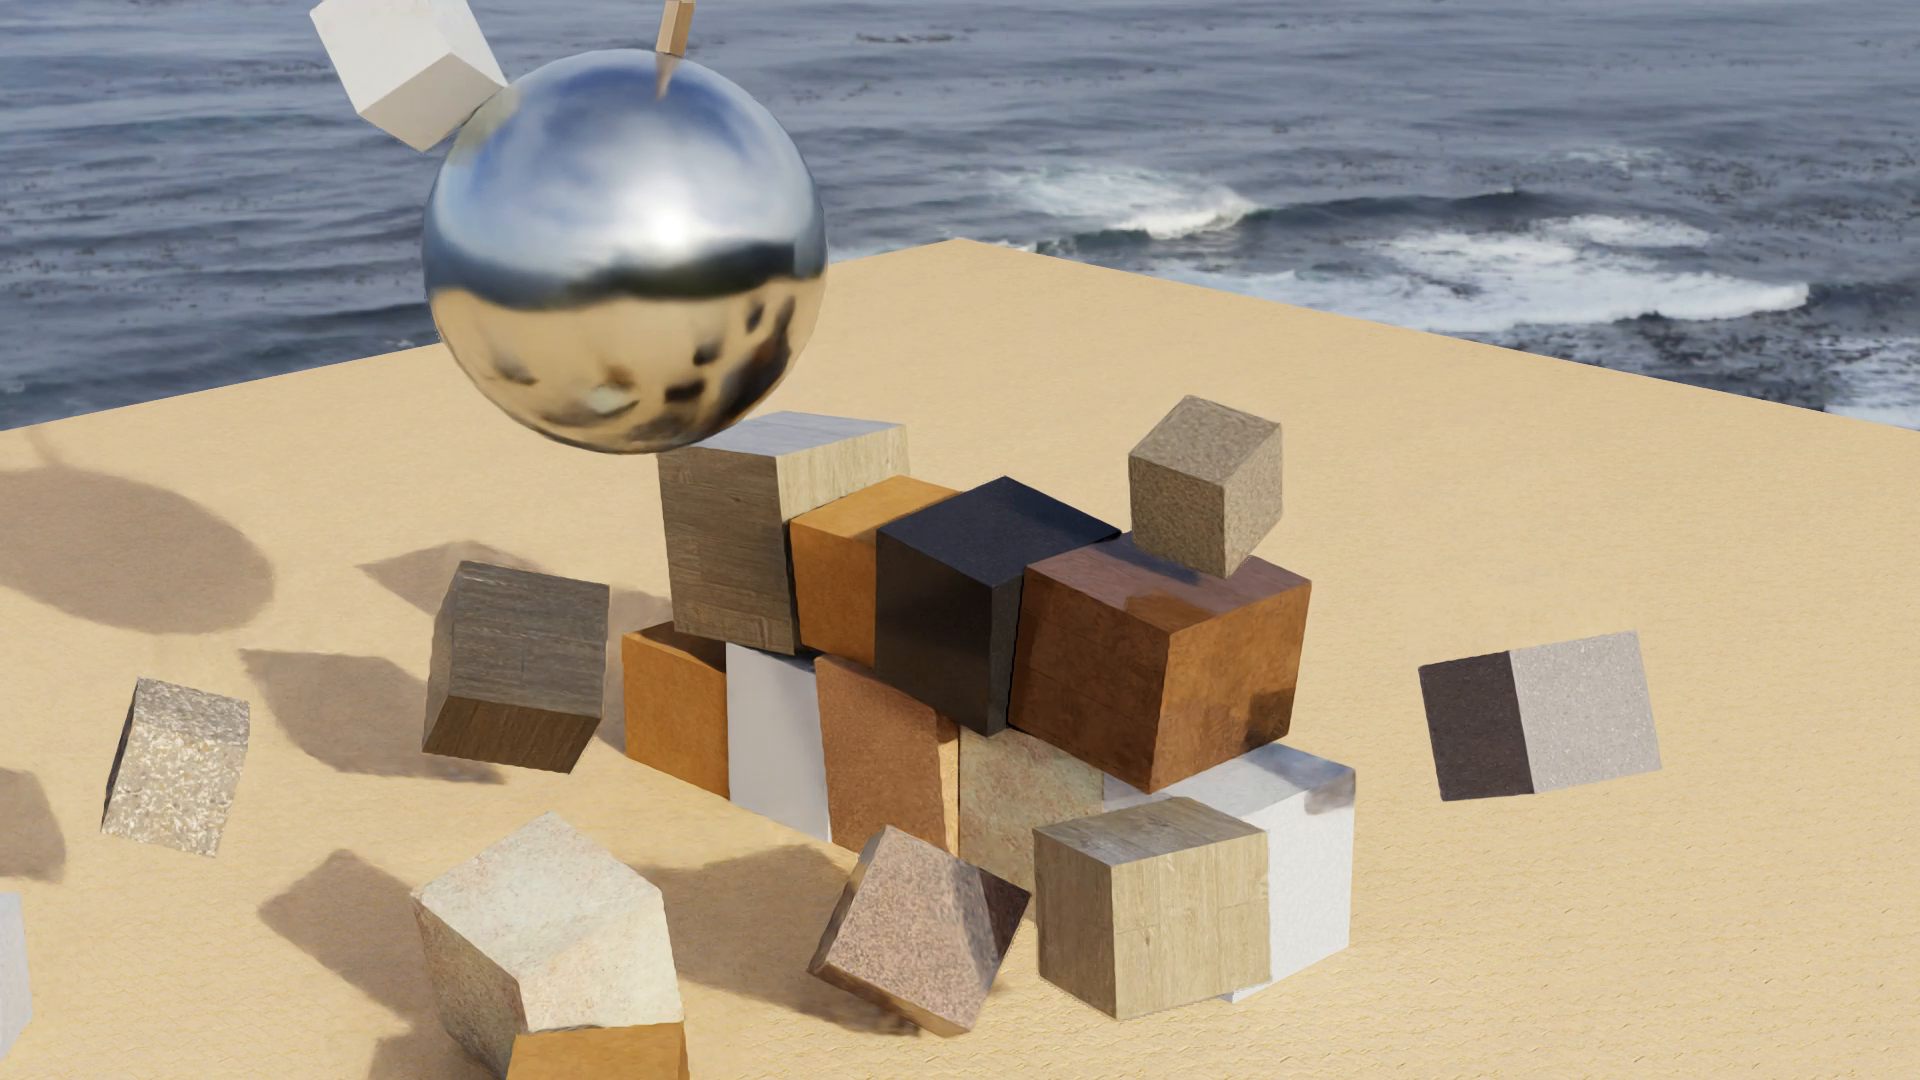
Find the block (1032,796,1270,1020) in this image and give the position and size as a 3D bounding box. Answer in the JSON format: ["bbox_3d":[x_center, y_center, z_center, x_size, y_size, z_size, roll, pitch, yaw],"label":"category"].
[{"bbox_3d":[0.707,1.347,10.829,0.667,0.579,0.554,-9,14,-28],"label":"block"}]

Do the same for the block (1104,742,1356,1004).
[{"bbox_3d":[1.151,1.374,12.591,0.781,0.828,0.736,-17,24,-42],"label":"block"}]

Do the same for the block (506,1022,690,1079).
[{"bbox_3d":[-1.278,2.135,10.476,0.610,0.575,0.586,-5,16,-1],"label":"block"}]

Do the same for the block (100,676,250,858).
[{"bbox_3d":[-3.056,0.883,11.435,0.440,0.479,0.450,15,16,-18],"label":"block"}]

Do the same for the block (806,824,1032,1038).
[{"bbox_3d":[-0.168,1.549,11.548,0.622,0.583,0.572,26,-16,-4],"label":"block"}]

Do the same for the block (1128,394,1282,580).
[{"bbox_3d":[1.033,-0.227,12.293,0.455,0.495,0.481,20,45,29],"label":"block"}]

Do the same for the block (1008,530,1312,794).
[{"bbox_3d":[0.857,0.481,12.620,0.811,0.740,0.944,25,29,38],"label":"block"}]

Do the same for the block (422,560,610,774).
[{"bbox_3d":[-2.066,0.598,13.651,0.704,0.623,0.695,10,59,-17],"label":"block"}]

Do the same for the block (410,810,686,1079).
[{"bbox_3d":[-1.605,1.648,11.461,0.674,0.724,0.714,-31,42,-32],"label":"block"}]

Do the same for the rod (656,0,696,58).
[{"bbox_3d":[-0.572,-4.441,11.347,0.080,5.200,0.080,17,6,42],"label":"rod"}]

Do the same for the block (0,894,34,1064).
[{"bbox_3d":[-4.126,1.773,11.789,0.599,0.546,0.492,0,18,0],"label":"block"}]

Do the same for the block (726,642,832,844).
[{"bbox_3d":[-0.572,0.870,14.199,0.843,0.826,0.712,-17,24,-42],"label":"block"}]

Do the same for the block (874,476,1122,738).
[{"bbox_3d":[0.160,0.282,12.959,0.797,0.741,0.715,-23,37,-39],"label":"block"}]

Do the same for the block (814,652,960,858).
[{"bbox_3d":[-0.060,0.942,13.625,0.836,0.952,0.794,-24,28,-40],"label":"block"}]

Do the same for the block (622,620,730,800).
[{"bbox_3d":[-1.124,0.791,14.739,0.784,0.652,0.815,-17,24,-42],"label":"block"}]

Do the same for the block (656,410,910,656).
[{"bbox_3d":[-0.826,-0.053,14.166,0.817,0.949,0.903,-16,17,-41],"label":"block"}]

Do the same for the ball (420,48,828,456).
[{"bbox_3d":[-1.320,-1.134,11.602,1.600,1.600,1.600,0,17,0],"label":"ball"}]

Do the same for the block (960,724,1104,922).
[{"bbox_3d":[0.582,1.181,13.123,0.857,0.878,0.792,17,24,42],"label":"block"}]

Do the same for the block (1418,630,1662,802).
[{"bbox_3d":[2.266,0.694,11.495,0.600,0.548,0.642,-8,-4,-25],"label":"block"}]

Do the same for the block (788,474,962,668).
[{"bbox_3d":[-0.289,0.151,13.531,0.629,0.616,0.707,16,30,42],"label":"block"}]

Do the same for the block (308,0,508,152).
[{"bbox_3d":[-2.161,-1.919,11.551,0.445,0.495,0.520,-31,-17,11],"label":"block"}]
